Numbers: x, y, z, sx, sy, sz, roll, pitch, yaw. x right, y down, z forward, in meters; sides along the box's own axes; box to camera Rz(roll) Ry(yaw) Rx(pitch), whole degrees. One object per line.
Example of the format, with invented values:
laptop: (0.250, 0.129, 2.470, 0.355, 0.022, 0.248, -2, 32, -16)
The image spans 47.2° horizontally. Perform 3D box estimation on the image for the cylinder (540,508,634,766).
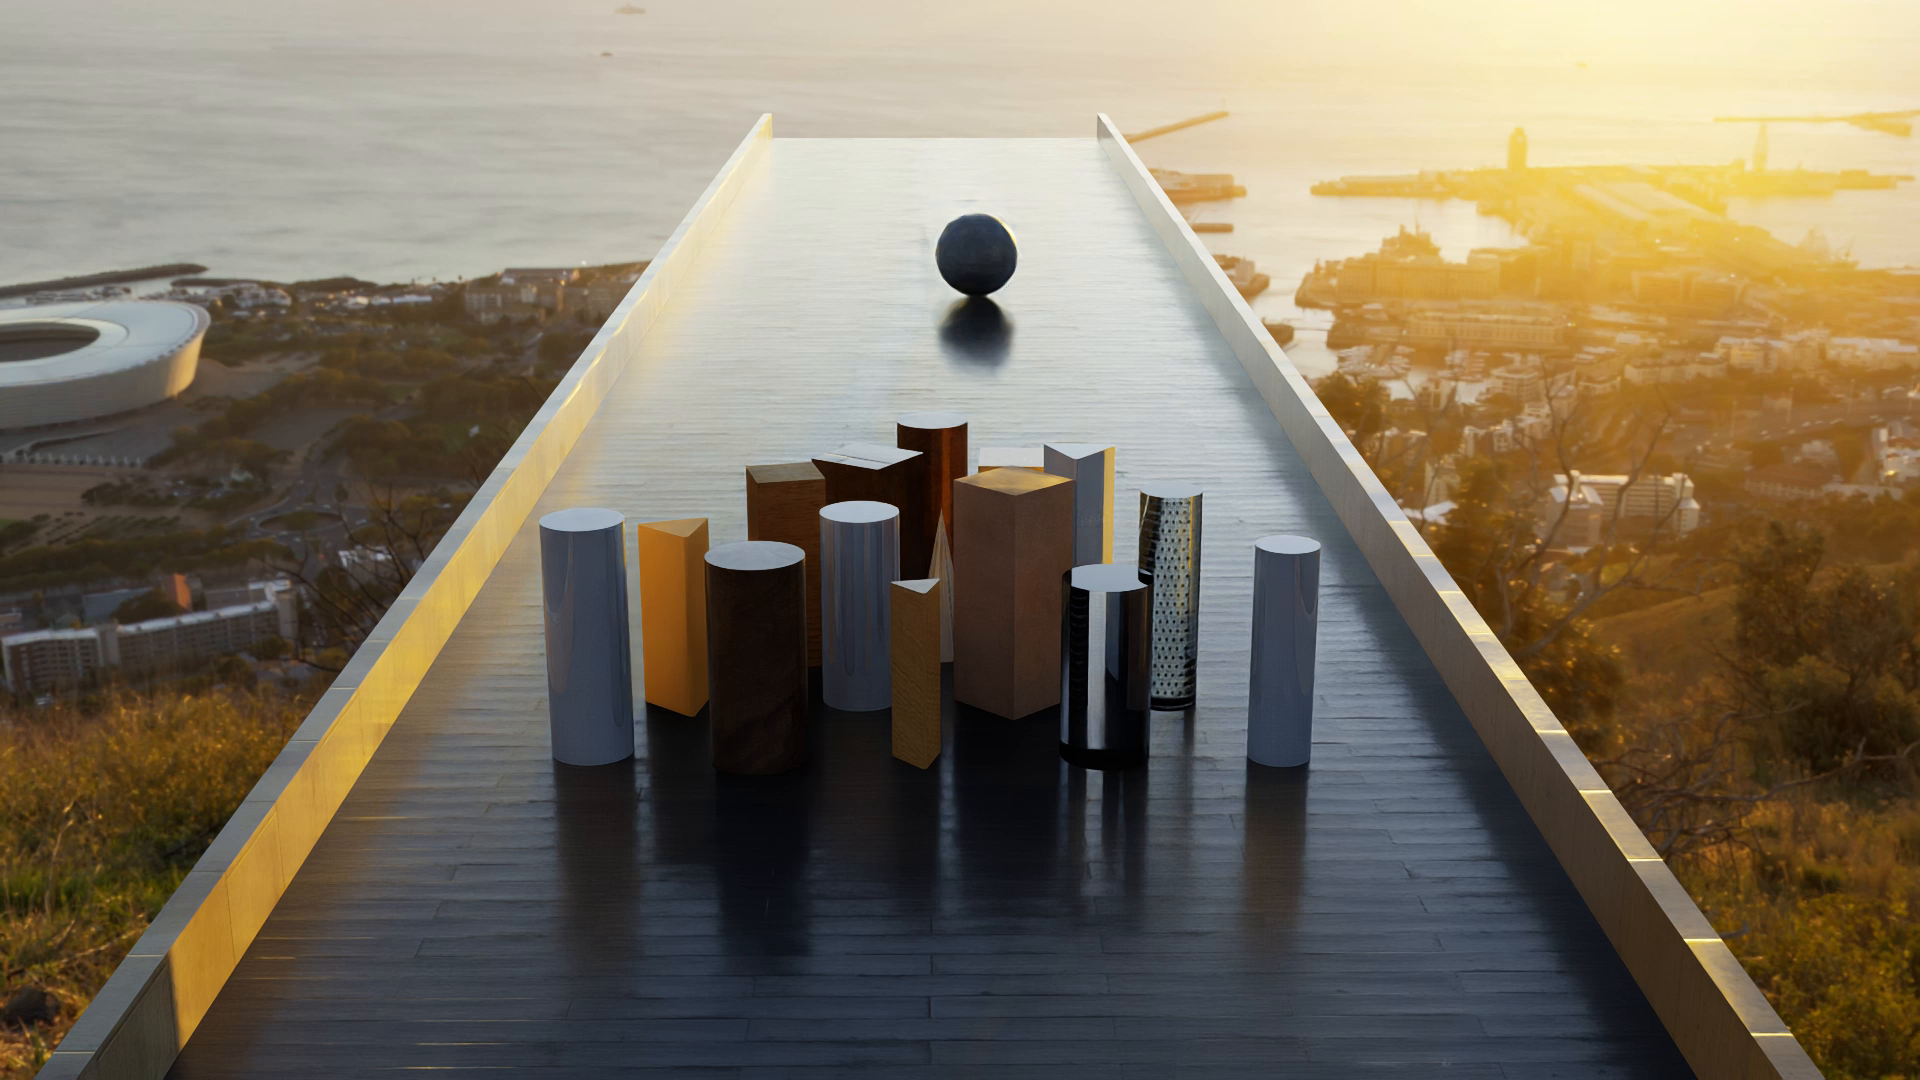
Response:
cylinder: (-0.659, 0.171, 3.895, 0.147, 0.432, 0.147, 0, 17, 0)

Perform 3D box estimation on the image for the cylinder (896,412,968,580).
cylinder: (-0.061, -0.089, 4.886, 0.158, 0.365, 0.158, 0, 17, 0)

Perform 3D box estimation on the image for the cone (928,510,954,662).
cone: (-0.037, 0.082, 4.413, 0.113, 0.306, 0.113, 0, 17, 0)

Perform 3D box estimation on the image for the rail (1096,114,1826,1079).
rail: (0.932, -0.844, 7.801, 0.050, 0.150, 12.000, 0, 17, -1)

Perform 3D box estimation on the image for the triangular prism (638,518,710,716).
triangular prism: (-0.513, 0.138, 4.148, 0.132, 0.351, 0.114, 14, 21, 39)

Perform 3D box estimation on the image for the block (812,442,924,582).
block: (-0.193, -0.011, 4.655, 0.169, 0.347, 0.169, 11, 20, 32)

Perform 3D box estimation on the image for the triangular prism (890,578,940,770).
triangular prism: (-0.064, 0.231, 3.880, 0.075, 0.325, 0.087, -15, 22, -41)

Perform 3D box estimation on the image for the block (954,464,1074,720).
block: (0.099, 0.096, 4.142, 0.157, 0.434, 0.157, 16, 23, 42)

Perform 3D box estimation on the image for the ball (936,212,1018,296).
ball: (0.064, -1.077, 8.299, 0.314, 0.314, 0.314, 0, 17, 0)

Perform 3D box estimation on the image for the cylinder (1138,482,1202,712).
cylinder: (0.392, 0.107, 4.136, 0.116, 0.417, 0.116, 0, 17, 0)

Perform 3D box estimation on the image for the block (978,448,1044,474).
block: (0.117, -0.003, 4.615, 0.155, 0.354, 0.155, 1, 17, 2)

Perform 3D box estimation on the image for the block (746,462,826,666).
block: (-0.344, 0.051, 4.378, 0.134, 0.385, 0.134, -4, 17, -14)

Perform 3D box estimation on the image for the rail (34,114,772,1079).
rail: (-1.118, -0.838, 7.780, 0.050, 0.150, 12.000, 0, 17, -1)

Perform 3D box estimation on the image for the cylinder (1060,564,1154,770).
cylinder: (0.259, 0.224, 3.894, 0.161, 0.330, 0.161, 0, 17, 0)

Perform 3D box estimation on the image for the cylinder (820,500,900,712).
cylinder: (-0.188, 0.124, 4.159, 0.149, 0.370, 0.149, 0, 17, 0)

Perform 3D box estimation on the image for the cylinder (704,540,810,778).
cylinder: (-0.355, 0.208, 3.861, 0.174, 0.380, 0.174, 0, 17, 0)

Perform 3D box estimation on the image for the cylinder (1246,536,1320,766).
cylinder: (0.570, 0.196, 3.878, 0.113, 0.393, 0.113, 0, 17, 0)

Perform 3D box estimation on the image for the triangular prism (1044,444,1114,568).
triangular prism: (0.216, 0.026, 4.382, 0.119, 0.432, 0.138, 12, 20, 34)
